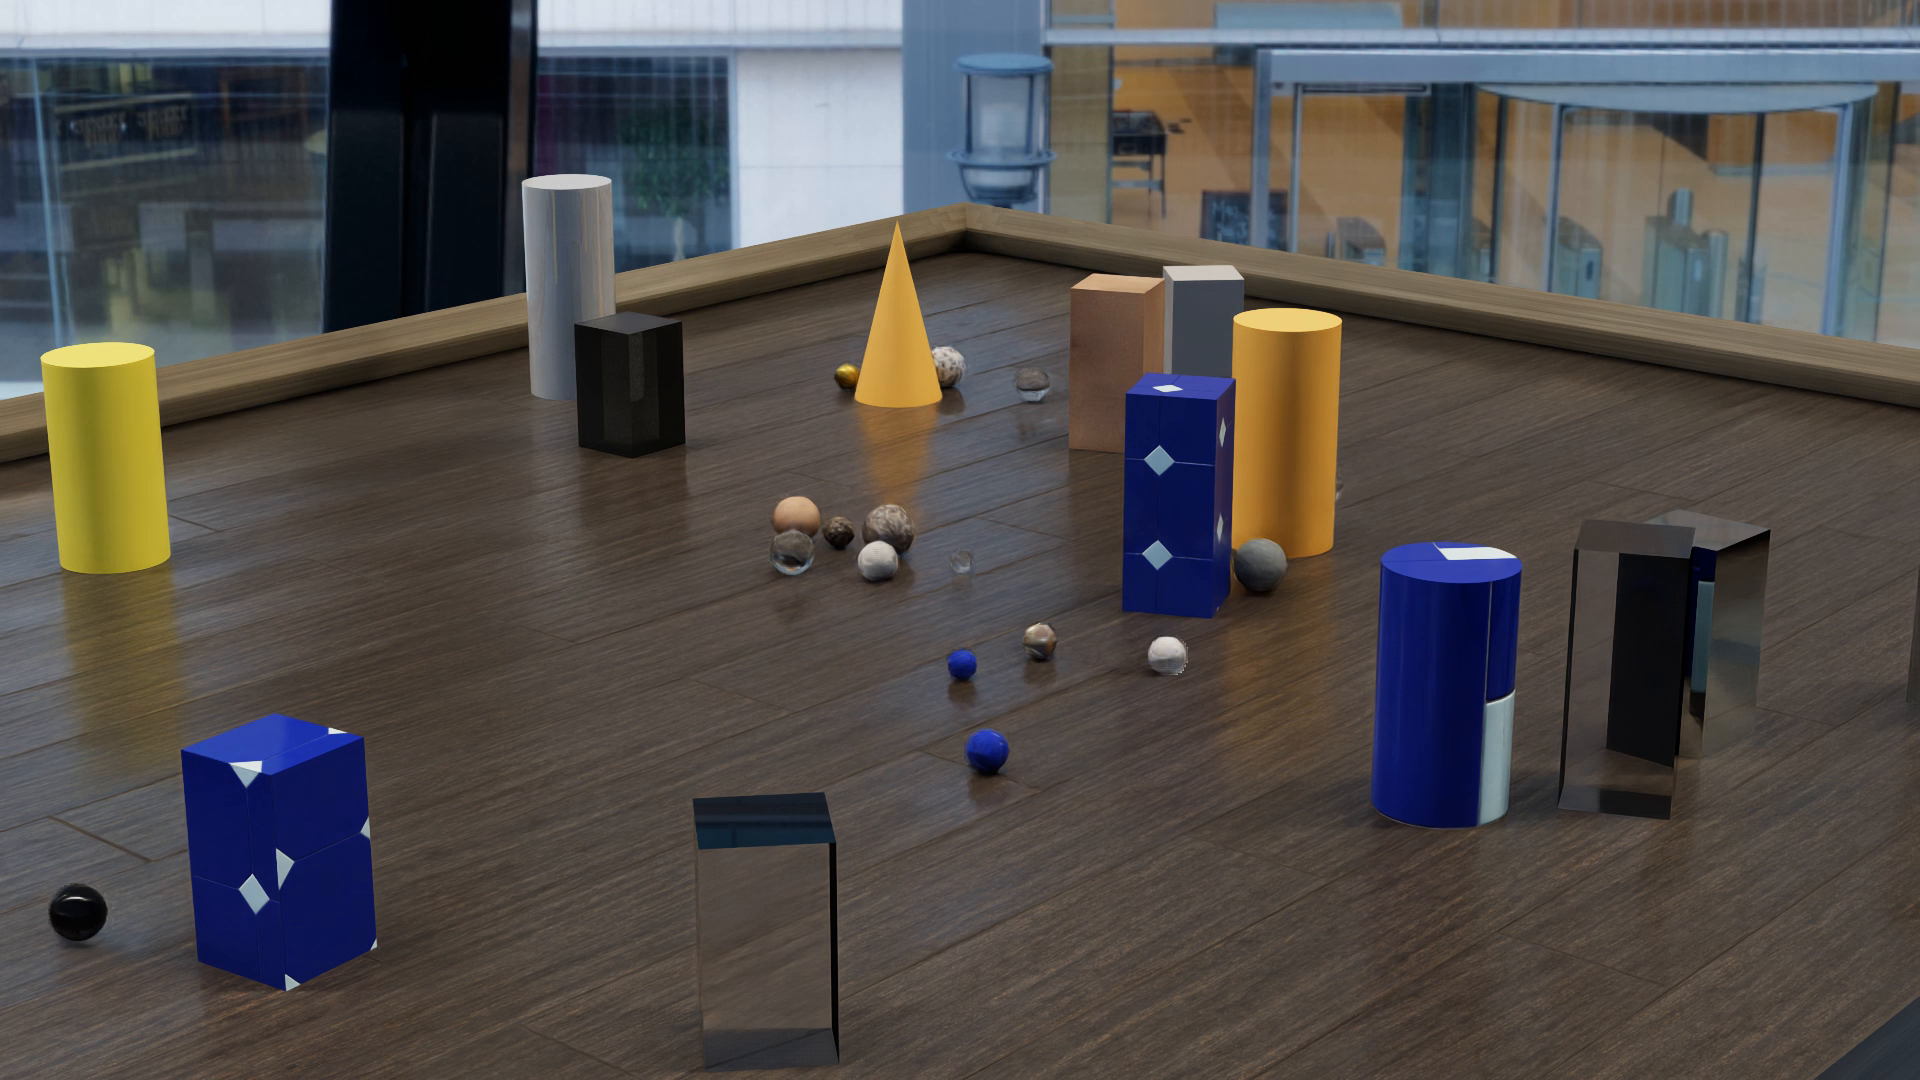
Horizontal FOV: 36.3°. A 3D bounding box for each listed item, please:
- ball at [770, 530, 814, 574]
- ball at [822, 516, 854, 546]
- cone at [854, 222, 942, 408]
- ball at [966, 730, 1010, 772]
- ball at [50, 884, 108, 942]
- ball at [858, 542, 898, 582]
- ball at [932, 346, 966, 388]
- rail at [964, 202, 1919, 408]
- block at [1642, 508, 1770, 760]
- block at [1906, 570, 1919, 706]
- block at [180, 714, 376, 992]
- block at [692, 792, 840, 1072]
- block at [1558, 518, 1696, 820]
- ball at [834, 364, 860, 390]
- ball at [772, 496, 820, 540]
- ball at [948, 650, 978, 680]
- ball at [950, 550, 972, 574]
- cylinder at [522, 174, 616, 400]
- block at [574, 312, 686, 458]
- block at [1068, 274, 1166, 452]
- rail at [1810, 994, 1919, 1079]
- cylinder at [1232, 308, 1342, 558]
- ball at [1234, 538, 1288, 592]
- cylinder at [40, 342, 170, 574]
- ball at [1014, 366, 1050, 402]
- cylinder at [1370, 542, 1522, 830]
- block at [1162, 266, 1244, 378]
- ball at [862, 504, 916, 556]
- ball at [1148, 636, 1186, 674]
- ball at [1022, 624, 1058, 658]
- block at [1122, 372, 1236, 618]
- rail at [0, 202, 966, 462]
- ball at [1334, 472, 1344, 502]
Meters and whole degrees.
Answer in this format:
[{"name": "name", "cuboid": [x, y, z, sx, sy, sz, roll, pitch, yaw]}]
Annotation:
[{"name": "ball", "cuboid": [-0.299, 0.022, 5.236, 0.081, 0.081, 0.081, 0, 17, 0]}, {"name": "ball", "cuboid": [-0.223, -0.017, 5.402, 0.059, 0.059, 0.059, 0, 17, 0]}, {"name": "cone", "cuboid": [-0.137, -0.507, 6.446, 0.195, 0.396, 0.195, 0, 17, 0]}, {"name": "ball", "cuboid": [0.041, 0.310, 4.313, 0.063, 0.063, 0.063, 0, 17, 0]}, {"name": "ball", "cuboid": [-1.126, 0.476, 3.746, 0.071, 0.071, 0.071, 0, 17, 0]}, {"name": "ball", "cuboid": [-0.145, 0.038, 5.199, 0.072, 0.072, 0.072, 0, 17, 0]}, {"name": "ball", "cuboid": [-0.034, -0.389, 6.581, 0.092, 0.092, 0.092, 0, 17, 0]}, {"name": "rail", "cuboid": [1.543, -0.481, 6.821, 4.092, 0.127, 0.045, 14, 22, 39]}, {"name": "block", "cuboid": [1.100, 0.140, 4.422, 0.156, 0.325, 0.156, 15, 23, 41]}, {"name": "block", "cuboid": [1.595, 0.084, 4.537, 0.156, 0.365, 0.156, -12, 20, -34]}, {"name": "block", "cuboid": [-0.851, 0.388, 3.670, 0.156, 0.285, 0.156, 11, 20, 32]}, {"name": "block", "cuboid": [-0.229, 0.459, 3.444, 0.156, 0.279, 0.156, -2, 17, -7]}, {"name": "block", "cuboid": [0.949, 0.182, 4.175, 0.156, 0.386, 0.156, 5, 17, 16]}, {"name": "ball", "cuboid": [-0.252, -0.366, 6.561, 0.059, 0.059, 0.059, 0, 17, 0]}, {"name": "ball", "cuboid": [-0.302, -0.037, 5.419, 0.089, 0.089, 0.089, 0, 17, 0]}, {"name": "ball", "cuboid": [0.004, 0.200, 4.703, 0.048, 0.048, 0.048, 0, 17, 0]}, {"name": "ball", "cuboid": [0.002, 0.038, 5.250, 0.042, 0.042, 0.042, 0, 17, 0]}, {"name": "cylinder", "cuboid": [-0.862, -0.561, 6.494, 0.195, 0.470, 0.195, 0, 17, 0]}, {"name": "block", "cuboid": [-0.682, -0.323, 6.068, 0.156, 0.260, 0.156, 13, 21, 37]}, {"name": "block", "cuboid": [0.326, -0.366, 6.078, 0.156, 0.338, 0.156, 6, 18, 19]}, {"name": "rail", "cuboid": [1.527, 0.415, 3.851, 0.045, 0.127, 4.753, 14, 22, 39]}, {"name": "cylinder", "cuboid": [0.594, -0.197, 5.373, 0.195, 0.422, 0.195, 0, 17, 0]}, {"name": "ball", "cuboid": [0.527, 0.043, 5.143, 0.094, 0.094, 0.094, 0, 17, 0]}, {"name": "cylinder", "cuboid": [-1.538, -0.149, 5.286, 0.195, 0.379, 0.195, 0, 17, 0]}, {"name": "ball", "cuboid": [0.159, -0.343, 6.453, 0.077, 0.077, 0.077, 0, 17, 0]}, {"name": "cylinder", "cuboid": [0.686, 0.204, 4.145, 0.195, 0.362, 0.195, 0, 17, 0]}, {"name": "block", "cuboid": [0.537, -0.461, 6.510, 0.156, 0.270, 0.156, -1, 17, -4]}, {"name": "ball", "cuboid": [-0.130, -0.016, 5.335, 0.097, 0.097, 0.097, 0, 17, 0]}, {"name": "ball", "cuboid": [0.334, 0.185, 4.727, 0.062, 0.062, 0.062, 0, 17, 0]}, {"name": "ball", "cuboid": [0.131, 0.166, 4.801, 0.057, 0.057, 0.057, 0, 17, 0]}, {"name": "block", "cuboid": [0.376, -0.078, 5.041, 0.156, 0.385, 0.156, 5, 17, 16]}, {"name": "rail", "cuboid": [-1.527, -0.351, 6.389, 0.045, 0.127, 4.753, 14, 22, 39]}, {"name": "ball", "cuboid": [0.705, -0.103, 5.664, 0.073, 0.073, 0.073, 0, 17, 0]}]
